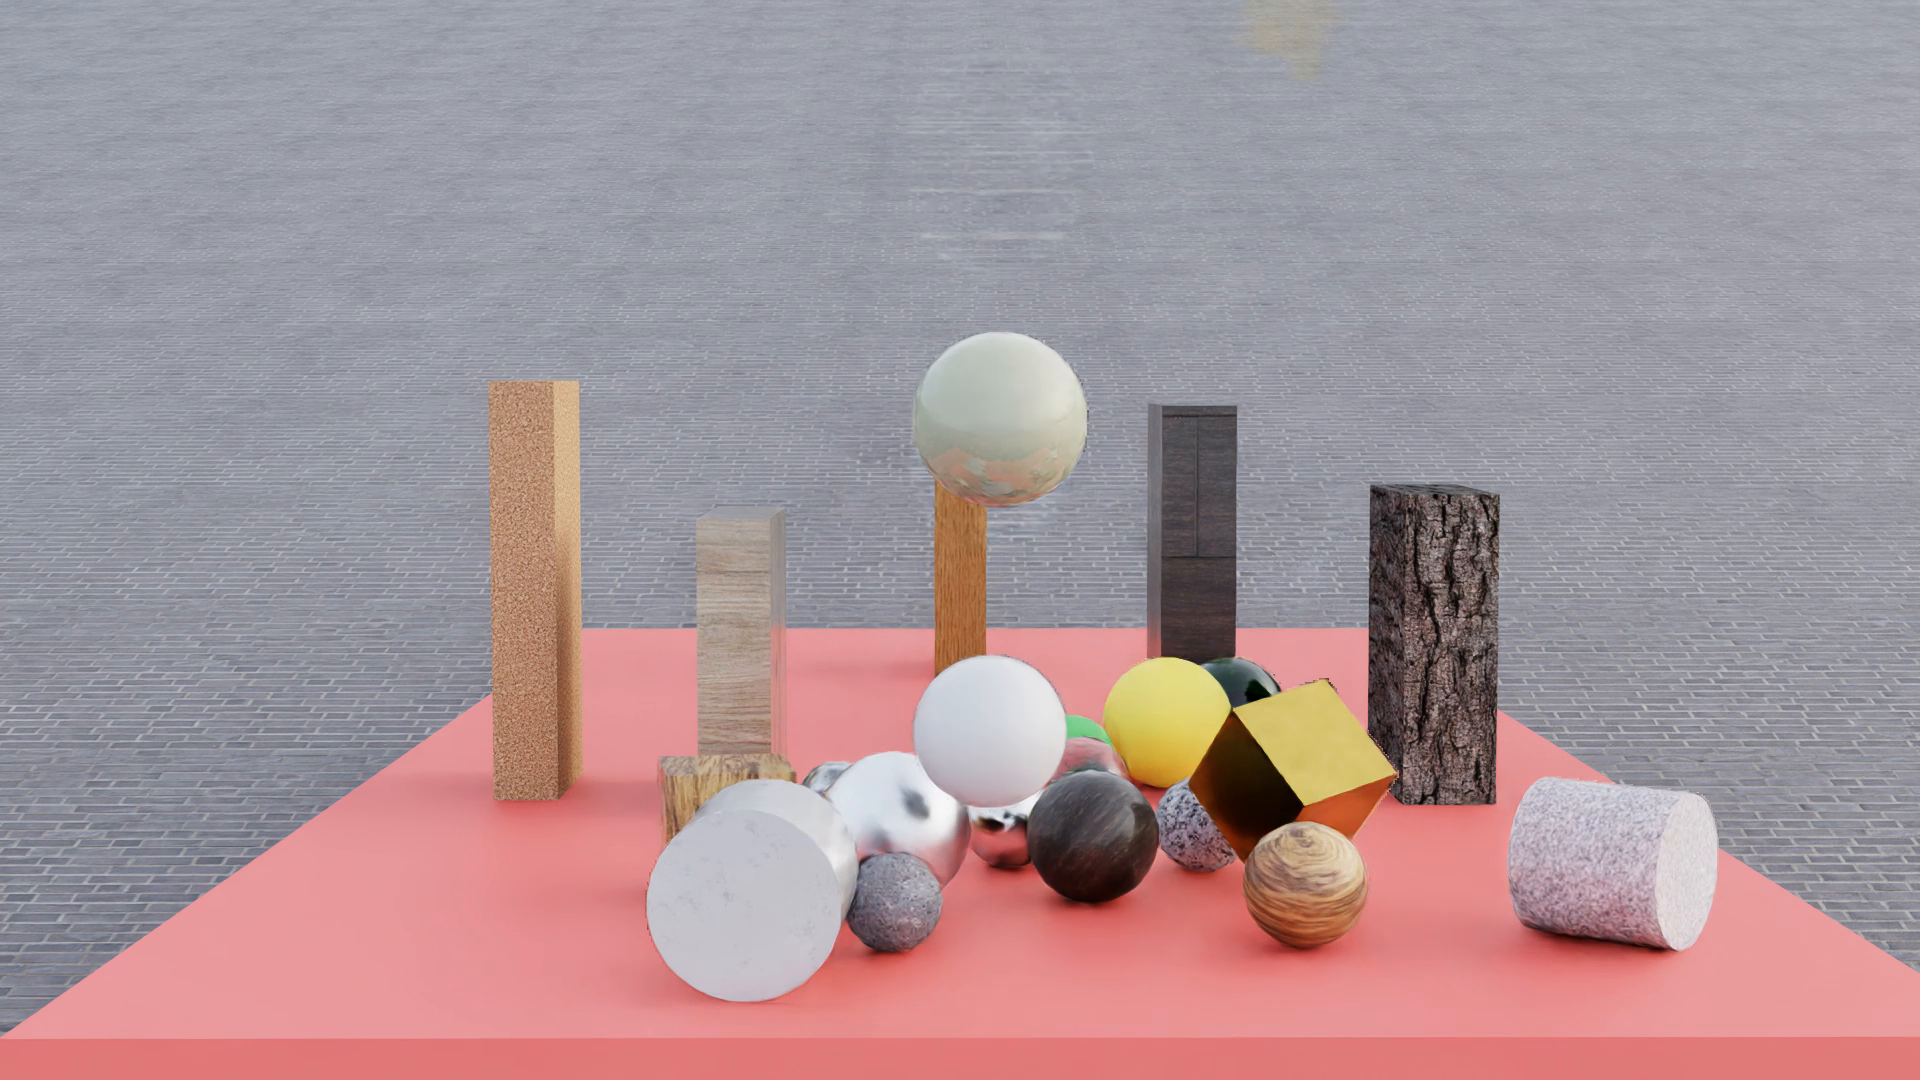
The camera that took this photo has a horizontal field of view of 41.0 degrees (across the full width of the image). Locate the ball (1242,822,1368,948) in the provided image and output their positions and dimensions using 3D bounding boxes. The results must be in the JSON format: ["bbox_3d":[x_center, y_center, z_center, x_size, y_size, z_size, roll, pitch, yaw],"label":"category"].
[{"bbox_3d":[0.395,0.394,2.936,0.143,0.143,0.143,0,19,0],"label":"ball"}]

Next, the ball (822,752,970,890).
[{"bbox_3d":[-0.082,0.356,3.155,0.190,0.190,0.190,0,19,0],"label":"ball"}]

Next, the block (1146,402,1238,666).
[{"bbox_3d":[0.423,0.048,4.718,0.132,0.595,0.336,0,4,0],"label":"block"}]

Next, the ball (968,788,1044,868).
[{"bbox_3d":[0.065,0.371,3.402,0.126,0.126,0.126,0,19,0],"label":"ball"}]

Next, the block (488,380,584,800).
[{"bbox_3d":[-0.667,0.071,4.050,0.099,0.641,0.263,0,4,0],"label":"block"}]

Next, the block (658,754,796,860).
[{"bbox_3d":[-0.297,0.364,3.252,0.161,0.161,0.161,-1,4,-10],"label":"block"}]

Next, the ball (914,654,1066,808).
[{"bbox_3d":[0.035,0.223,2.985,0.178,0.178,0.178,0,19,0],"label":"ball"}]

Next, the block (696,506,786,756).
[{"bbox_3d":[-0.331,0.179,3.925,0.108,0.442,0.346,0,4,0],"label":"block"}]

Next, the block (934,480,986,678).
[{"bbox_3d":[0.000,-0.018,5.631,0.110,0.608,0.336,0,4,0],"label":"block"}]

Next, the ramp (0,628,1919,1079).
[{"bbox_3d":[0.045,0.409,4.537,2.000,0.100,4.000,0,4,0],"label":"ramp"}]

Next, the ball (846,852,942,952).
[{"bbox_3d":[-0.076,0.411,2.908,0.112,0.112,0.112,0,19,0],"label":"ball"}]

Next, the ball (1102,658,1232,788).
[{"bbox_3d":[0.327,0.288,4.048,0.206,0.206,0.206,0,19,0],"label":"ball"}]

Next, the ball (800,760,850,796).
[{"bbox_3d":[-0.176,0.366,3.634,0.106,0.106,0.106,0,19,0],"label":"ball"}]

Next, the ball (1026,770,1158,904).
[{"bbox_3d":[0.164,0.367,3.181,0.164,0.164,0.164,0,19,0],"label":"ball"}]

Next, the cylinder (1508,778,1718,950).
[{"bbox_3d":[0.756,0.373,2.972,0.179,0.179,0.179,3,17,38],"label":"cylinder"}]

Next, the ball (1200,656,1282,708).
[{"bbox_3d":[0.446,0.286,4.241,0.186,0.186,0.186,0,19,0],"label":"ball"}]

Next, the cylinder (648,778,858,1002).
[{"bbox_3d":[-0.220,0.374,2.773,0.204,0.204,0.204,1,4,3],"label":"cylinder"}]

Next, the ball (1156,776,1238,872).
[{"bbox_3d":[0.319,0.373,3.375,0.127,0.127,0.127,0,19,0],"label":"ball"}]

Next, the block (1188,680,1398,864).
[{"bbox_3d":[0.411,0.297,3.194,0.155,0.155,0.155,-14,55,-33],"label":"block"}]

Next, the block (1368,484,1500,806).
[{"bbox_3d":[0.741,0.155,4.043,0.141,0.471,0.337,0,4,0],"label":"block"}]

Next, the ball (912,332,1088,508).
[{"bbox_3d":[0.046,-0.139,2.964,0.203,0.203,0.203,0,19,0],"label":"ball"}]

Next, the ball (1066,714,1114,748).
[{"bbox_3d":[0.168,0.334,3.885,0.138,0.138,0.138,0,19,0],"label":"ball"}]

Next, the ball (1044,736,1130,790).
[{"bbox_3d":[0.175,0.349,3.666,0.137,0.137,0.137,0,19,0],"label":"ball"}]
